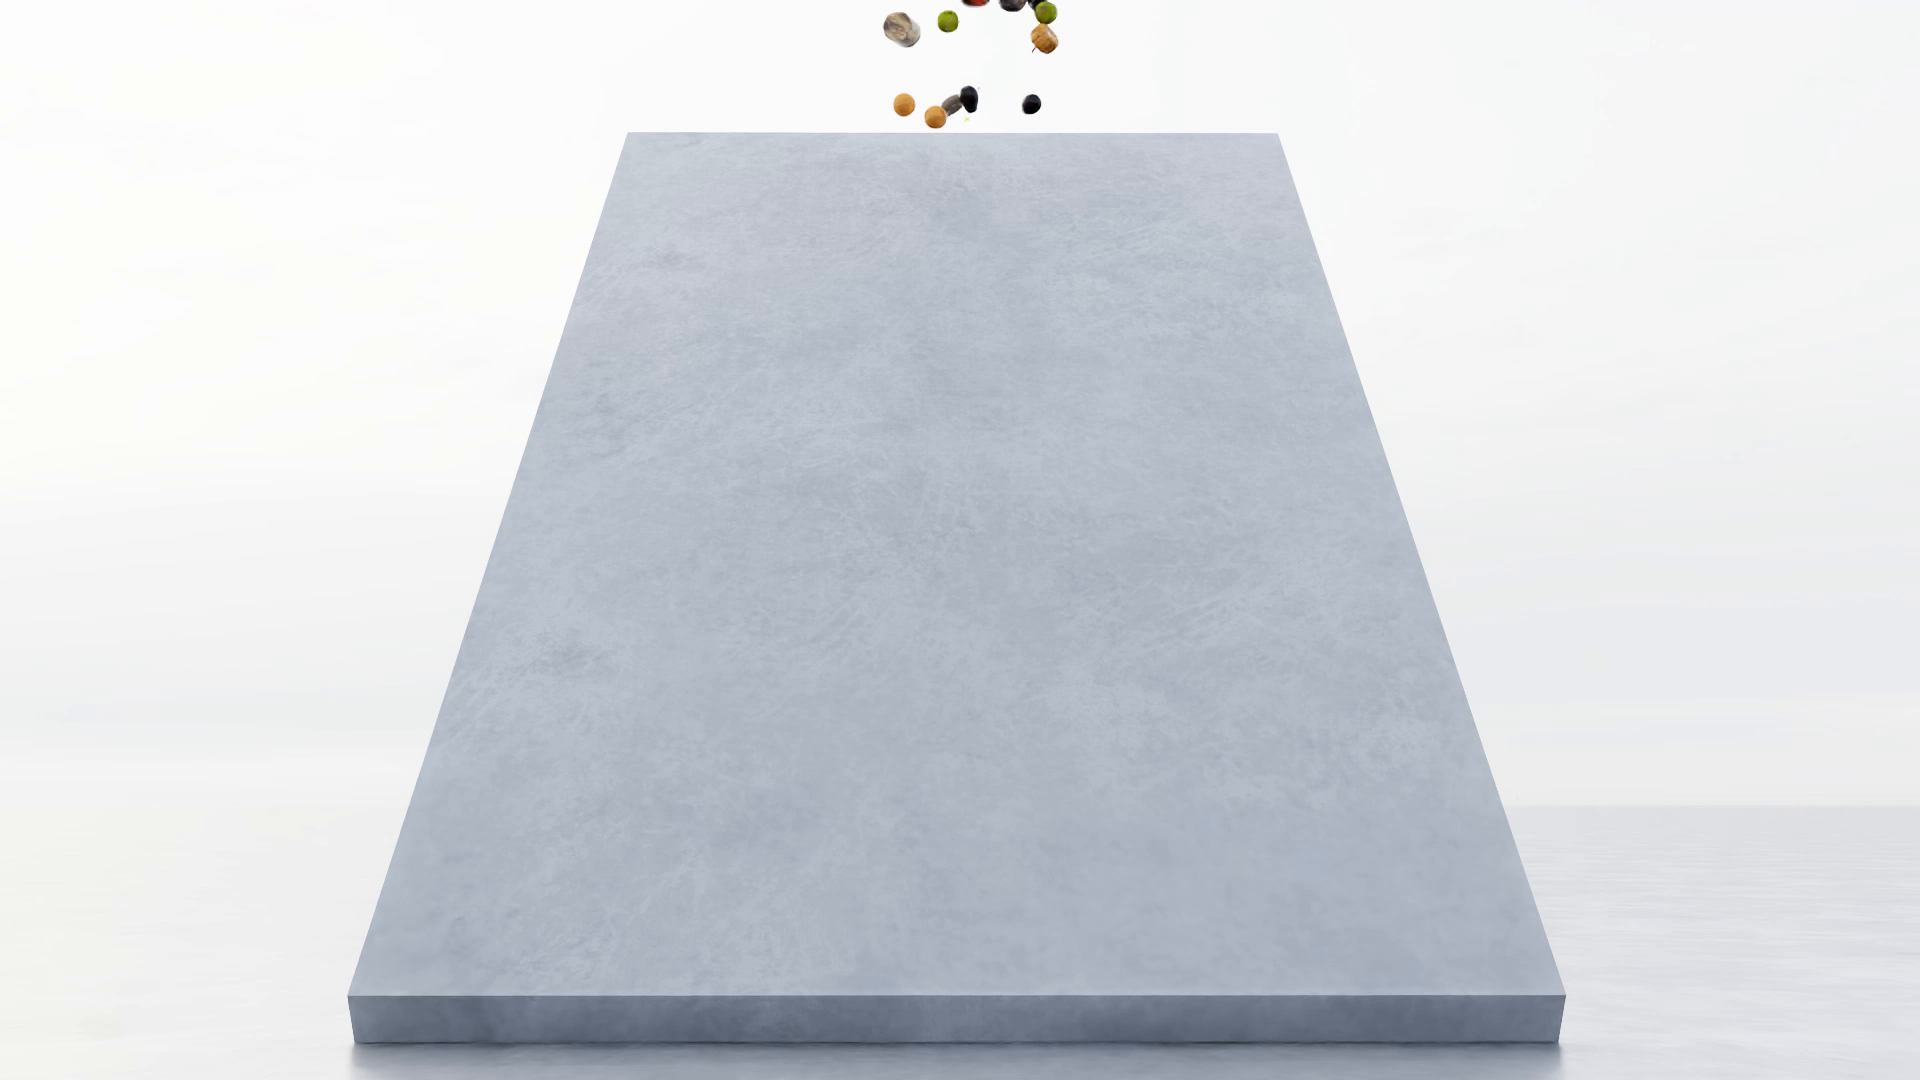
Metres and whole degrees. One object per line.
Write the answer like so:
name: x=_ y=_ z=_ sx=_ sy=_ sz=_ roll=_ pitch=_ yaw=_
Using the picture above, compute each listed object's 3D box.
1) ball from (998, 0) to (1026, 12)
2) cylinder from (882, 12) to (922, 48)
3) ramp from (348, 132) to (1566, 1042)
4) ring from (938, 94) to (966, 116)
ball: x=0.155 y=-1.602 z=7.136 sx=0.088 sy=0.088 sz=0.088 roll=0 pitch=-6 yaw=0
cylinder: x=-0.169 y=-1.493 z=7.065 sx=0.088 sy=0.088 sz=0.088 roll=-2 pitch=-3 yaw=18
ramp: x=-0.013 y=-0.210 z=5.719 sx=2.000 sy=0.100 sz=4.000 roll=0 pitch=30 yaw=0
ring: x=-0.025 y=-1.314 z=7.300 sx=0.092 sy=0.031 sz=0.092 roll=-31 pitch=-12 yaw=-7
